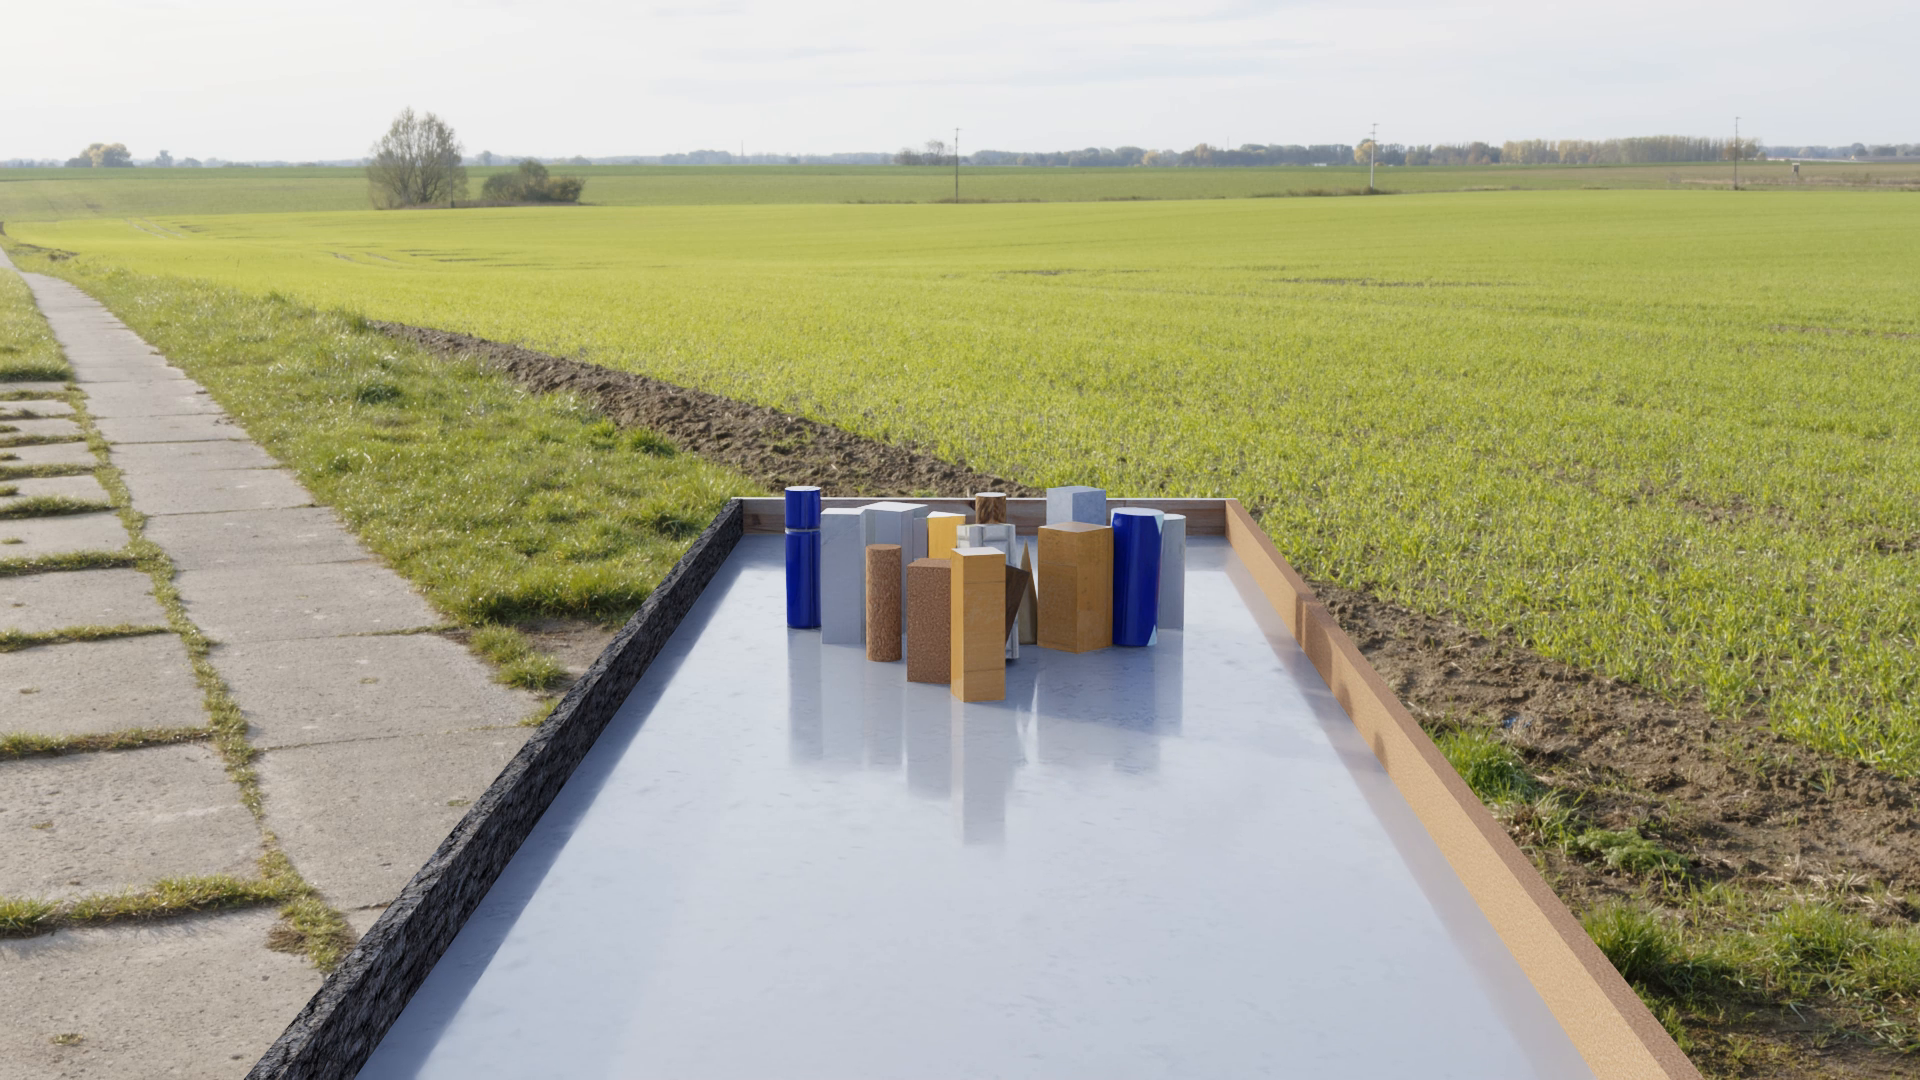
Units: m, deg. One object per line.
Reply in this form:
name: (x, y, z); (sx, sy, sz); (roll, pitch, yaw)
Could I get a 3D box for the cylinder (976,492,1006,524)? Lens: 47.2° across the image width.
cylinder: (0.101, 0.065, 7.212); (0.101, 0.433, 0.101); (0, 9, 0)

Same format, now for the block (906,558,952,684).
block: (-0.065, 0.236, 6.430); (0.146, 0.342, 0.146); (2, 9, 15)

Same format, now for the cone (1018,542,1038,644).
cone: (0.208, 0.156, 6.961); (0.125, 0.334, 0.125); (0, 9, 0)

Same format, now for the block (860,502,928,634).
block: (-0.220, 0.088, 7.181); (0.171, 0.399, 0.171); (5, 10, 29)

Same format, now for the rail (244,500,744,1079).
rail: (-1.004, 0.839, 3.234); (0.050, 0.150, 12.000); (0, 9, 1)

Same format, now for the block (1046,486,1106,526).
block: (0.379, 0.059, 7.182); (0.138, 0.455, 0.138); (-6, 11, -34)

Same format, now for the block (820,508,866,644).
block: (-0.368, 0.114, 6.966); (0.123, 0.415, 0.123); (1, 9, 6)

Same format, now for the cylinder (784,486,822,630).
cylinder: (-0.511, 0.058, 7.186); (0.116, 0.456, 0.116); (0, 9, 0)

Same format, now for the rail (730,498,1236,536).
rail: (0.099, -0.098, 9.147); (2.100, 0.150, 0.050); (0, 9, 1)

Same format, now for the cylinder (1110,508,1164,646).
cylinder: (0.549, 0.115, 6.932); (0.165, 0.416, 0.165); (2, 9, 0)

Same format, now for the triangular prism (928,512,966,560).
triangular prism: (-0.063, 0.119, 6.962); (0.128, 0.407, 0.111); (-4, 10, -22)

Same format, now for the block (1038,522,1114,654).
block: (0.361, 0.146, 6.882); (0.167, 0.378, 0.167); (-9, 13, -44)

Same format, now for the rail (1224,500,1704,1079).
rail: (1.046, 0.843, 3.208); (0.050, 0.150, 12.000); (0, 9, 1)

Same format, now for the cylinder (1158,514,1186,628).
cylinder: (0.673, 0.102, 7.215); (0.130, 0.361, 0.130); (0, 9, 0)

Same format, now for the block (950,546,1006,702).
block: (0.051, 0.237, 6.187); (0.123, 0.416, 0.123); (-3, 9, -16)

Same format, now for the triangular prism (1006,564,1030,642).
triangular prism: (0.107, 0.227, 6.580); (0.110, 0.312, 0.095); (19, -1, 1)

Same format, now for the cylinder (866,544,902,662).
cylinder: (-0.232, 0.191, 6.701); (0.108, 0.345, 0.108); (0, 9, 0)

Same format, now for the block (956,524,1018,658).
block: (0.084, 0.155, 6.699); (0.144, 0.403, 0.144); (-2, 3, -15)
